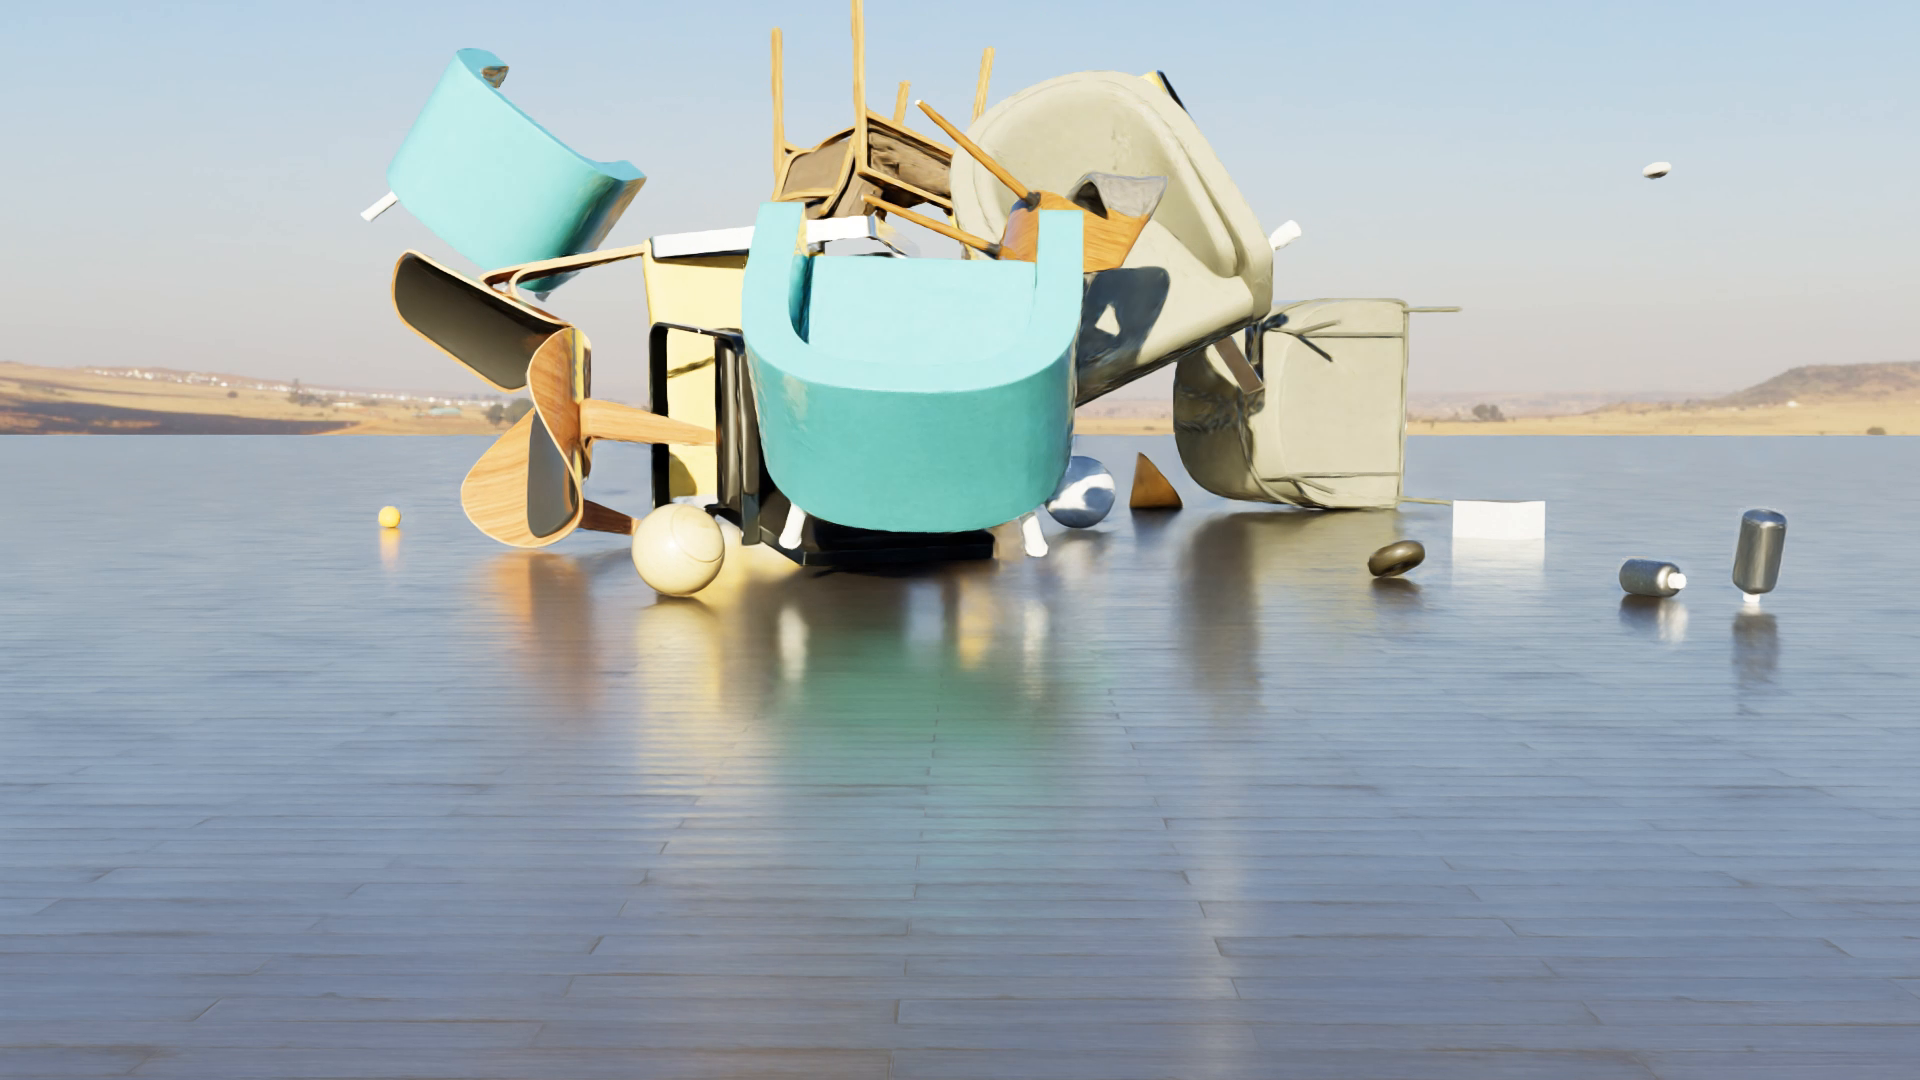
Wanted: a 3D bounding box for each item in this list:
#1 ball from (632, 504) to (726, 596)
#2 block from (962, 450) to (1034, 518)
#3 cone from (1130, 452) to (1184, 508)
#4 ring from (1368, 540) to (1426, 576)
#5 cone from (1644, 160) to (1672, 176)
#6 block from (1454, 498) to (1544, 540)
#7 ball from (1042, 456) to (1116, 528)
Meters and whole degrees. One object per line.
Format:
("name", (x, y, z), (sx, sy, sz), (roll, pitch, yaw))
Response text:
("ball", (-0.609, 0.021, 4.764), (0.202, 0.202, 0.202), (0, 4, 0))
("block", (0.134, -0.199, 7.733), (0.110, 0.163, 0.174), (44, -7, -35))
("cone", (0.702, -0.177, 8.348), (0.162, 0.285, 0.206), (-41, 26, -4))
("ring", (1.037, 0.045, 5.220), (0.133, 0.051, 0.153), (-6, -20, -25))
("cone", (1.581, -0.836, 4.977), (0.063, 0.036, 0.054), (-17, 18, 19))
("block", (1.634, -0.063, 6.668), (0.177, 0.110, 0.205), (-4, 5, -42))
("ball", (0.382, -0.154, 7.072), (0.236, 0.236, 0.236), (0, 4, 0))
